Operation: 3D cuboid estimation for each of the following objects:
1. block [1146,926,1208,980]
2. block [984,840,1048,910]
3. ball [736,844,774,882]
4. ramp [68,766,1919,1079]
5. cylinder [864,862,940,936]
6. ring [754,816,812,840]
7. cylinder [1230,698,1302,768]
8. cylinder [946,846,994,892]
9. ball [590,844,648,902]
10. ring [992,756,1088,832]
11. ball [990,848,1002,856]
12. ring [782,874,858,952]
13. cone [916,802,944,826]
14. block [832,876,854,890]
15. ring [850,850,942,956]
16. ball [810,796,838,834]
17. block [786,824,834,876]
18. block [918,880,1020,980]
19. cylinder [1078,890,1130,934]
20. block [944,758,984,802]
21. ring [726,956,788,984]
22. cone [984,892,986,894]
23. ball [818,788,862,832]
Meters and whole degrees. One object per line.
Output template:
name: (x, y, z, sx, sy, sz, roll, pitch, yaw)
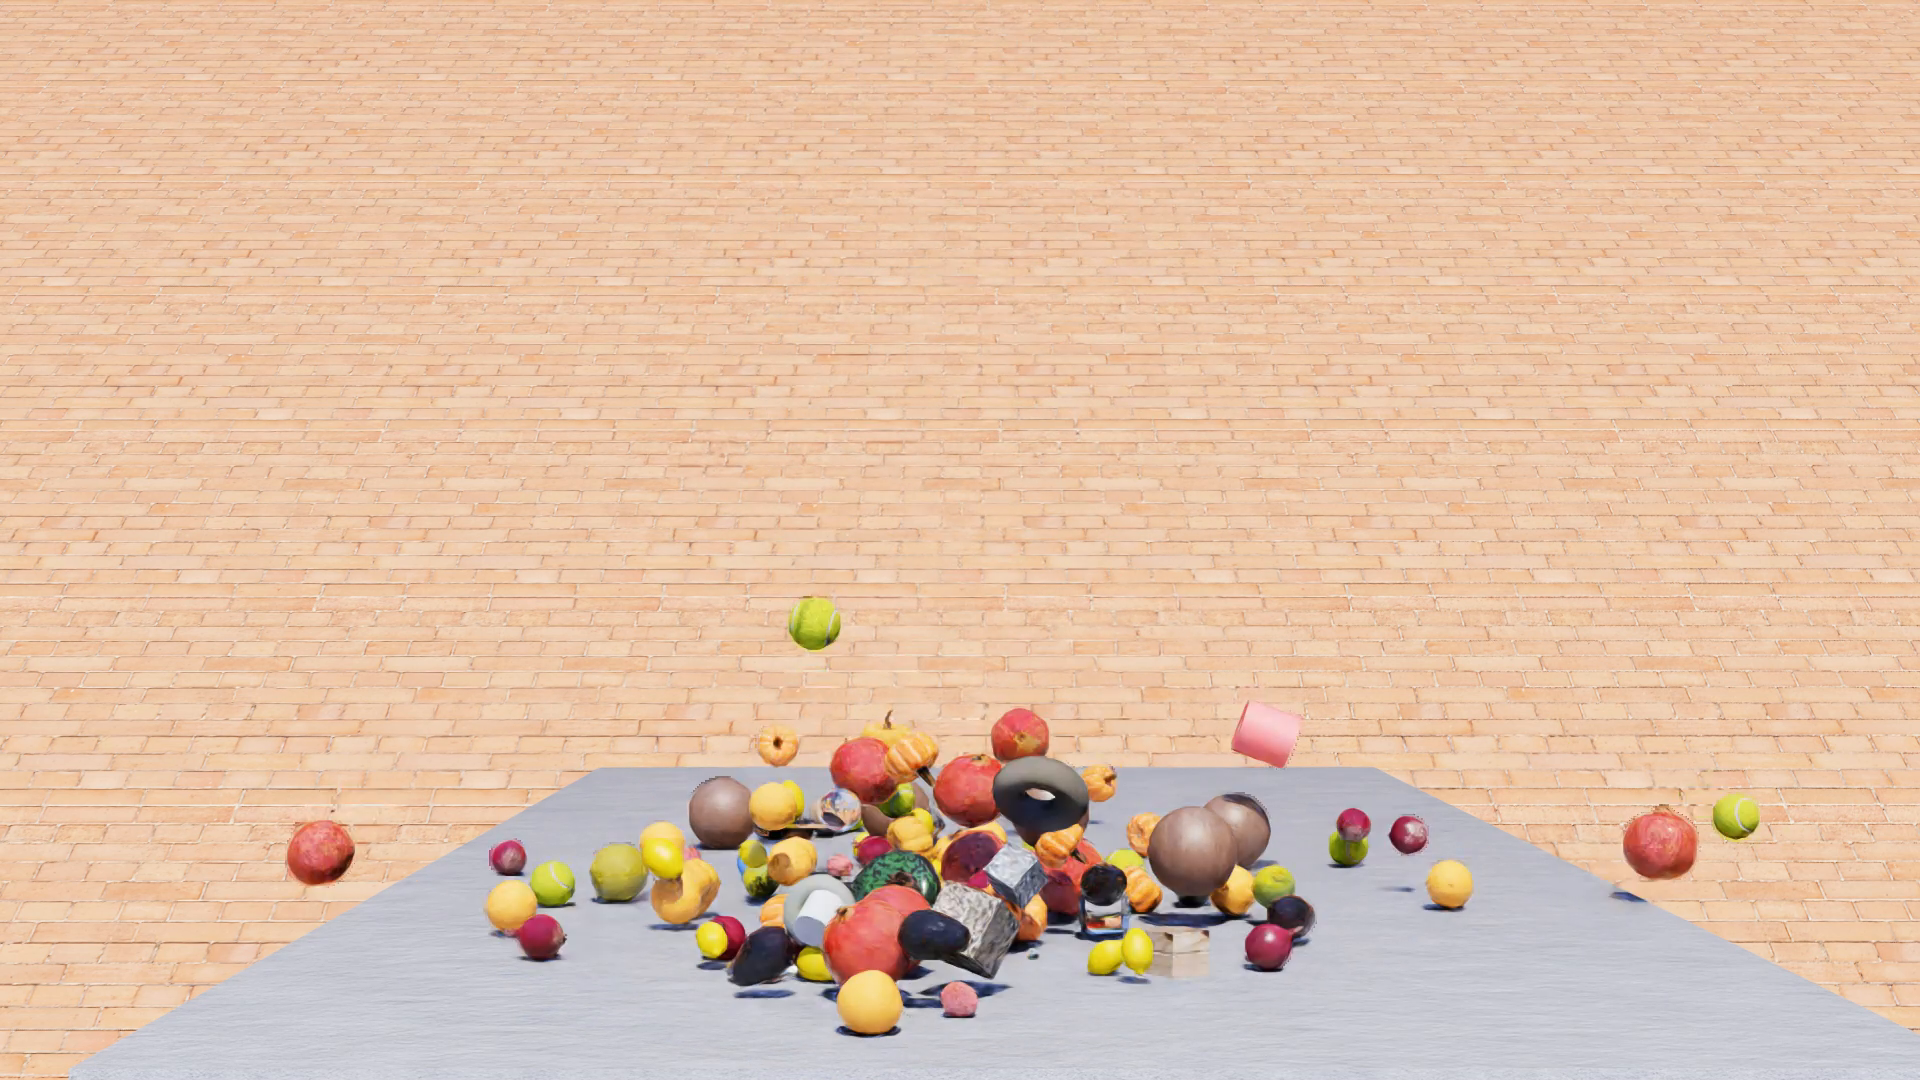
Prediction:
block: (0.277, 0.528, 3.316, 0.057, 0.057, 0.057, 0, -1, -34)
block: (0.075, 0.447, 3.460, 0.054, 0.054, 0.054, 29, 66, 37)
ball: (-0.339, 0.534, 4.295, 0.062, 0.062, 0.062, 0, 31, 0)
ramp: (0.070, 0.619, 4.699, 2.000, 0.100, 4.000, 0, -1, 0)
cylinder: (-0.079, 0.496, 3.576, 0.086, 0.086, 0.086, -6, 67, 15)
ring: (-0.338, 0.552, 4.970, 0.116, 0.039, 0.116, 1, -2, 0)
cylinder: (0.519, 0.329, 4.394, 0.093, 0.093, 0.093, 21, 34, 3)
cylinder: (0.022, 0.527, 4.110, 0.073, 0.073, 0.073, 7, 1, 12)
ball: (-0.530, 0.517, 4.025, 0.091, 0.091, 0.091, 0, 31, 0)
ring: (0.111, 0.350, 3.565, 0.135, 0.135, 0.045, 6, 44, 9)
ball: (0.064, 0.538, 4.290, 0.055, 0.055, 0.055, 0, 31, 0)
ring: (-0.178, 0.474, 3.295, 0.097, 0.097, 0.032, 6, -4, 9)
cone: (-0.066, 0.561, 5.180, 0.055, 0.055, 0.055, -26, 35, -1)
block: (-0.161, 0.530, 3.857, 0.055, 0.055, 0.055, 0, -9, 39)
ring: (-0.089, 0.486, 3.470, 0.147, 0.049, 0.147, -18, 57, 29)
ball: (-0.254, 0.533, 5.019, 0.078, 0.078, 0.078, 0, 31, 0)
block: (-0.256, 0.527, 4.414, 0.079, 0.079, 0.079, 0, -1, -2)
block: (0.012, 0.473, 3.140, 0.079, 0.079, 0.079, 16, 68, 28)
cylinder: (0.204, 0.525, 3.655, 0.060, 0.060, 0.060, -4, 30, 16)
block: (0.007, 0.394, 4.255, 0.054, 0.054, 0.054, -7, 7, -8)
ring: (-0.256, 0.543, 3.267, 0.078, 0.026, 0.078, 0, 1, 0)
cone: (0.001, 0.495, 3.473, 0.092, 0.092, 0.092, -8, 17, -13)
ball: (-0.182, 0.410, 3.939, 0.066, 0.066, 0.066, 0, 31, 0)
